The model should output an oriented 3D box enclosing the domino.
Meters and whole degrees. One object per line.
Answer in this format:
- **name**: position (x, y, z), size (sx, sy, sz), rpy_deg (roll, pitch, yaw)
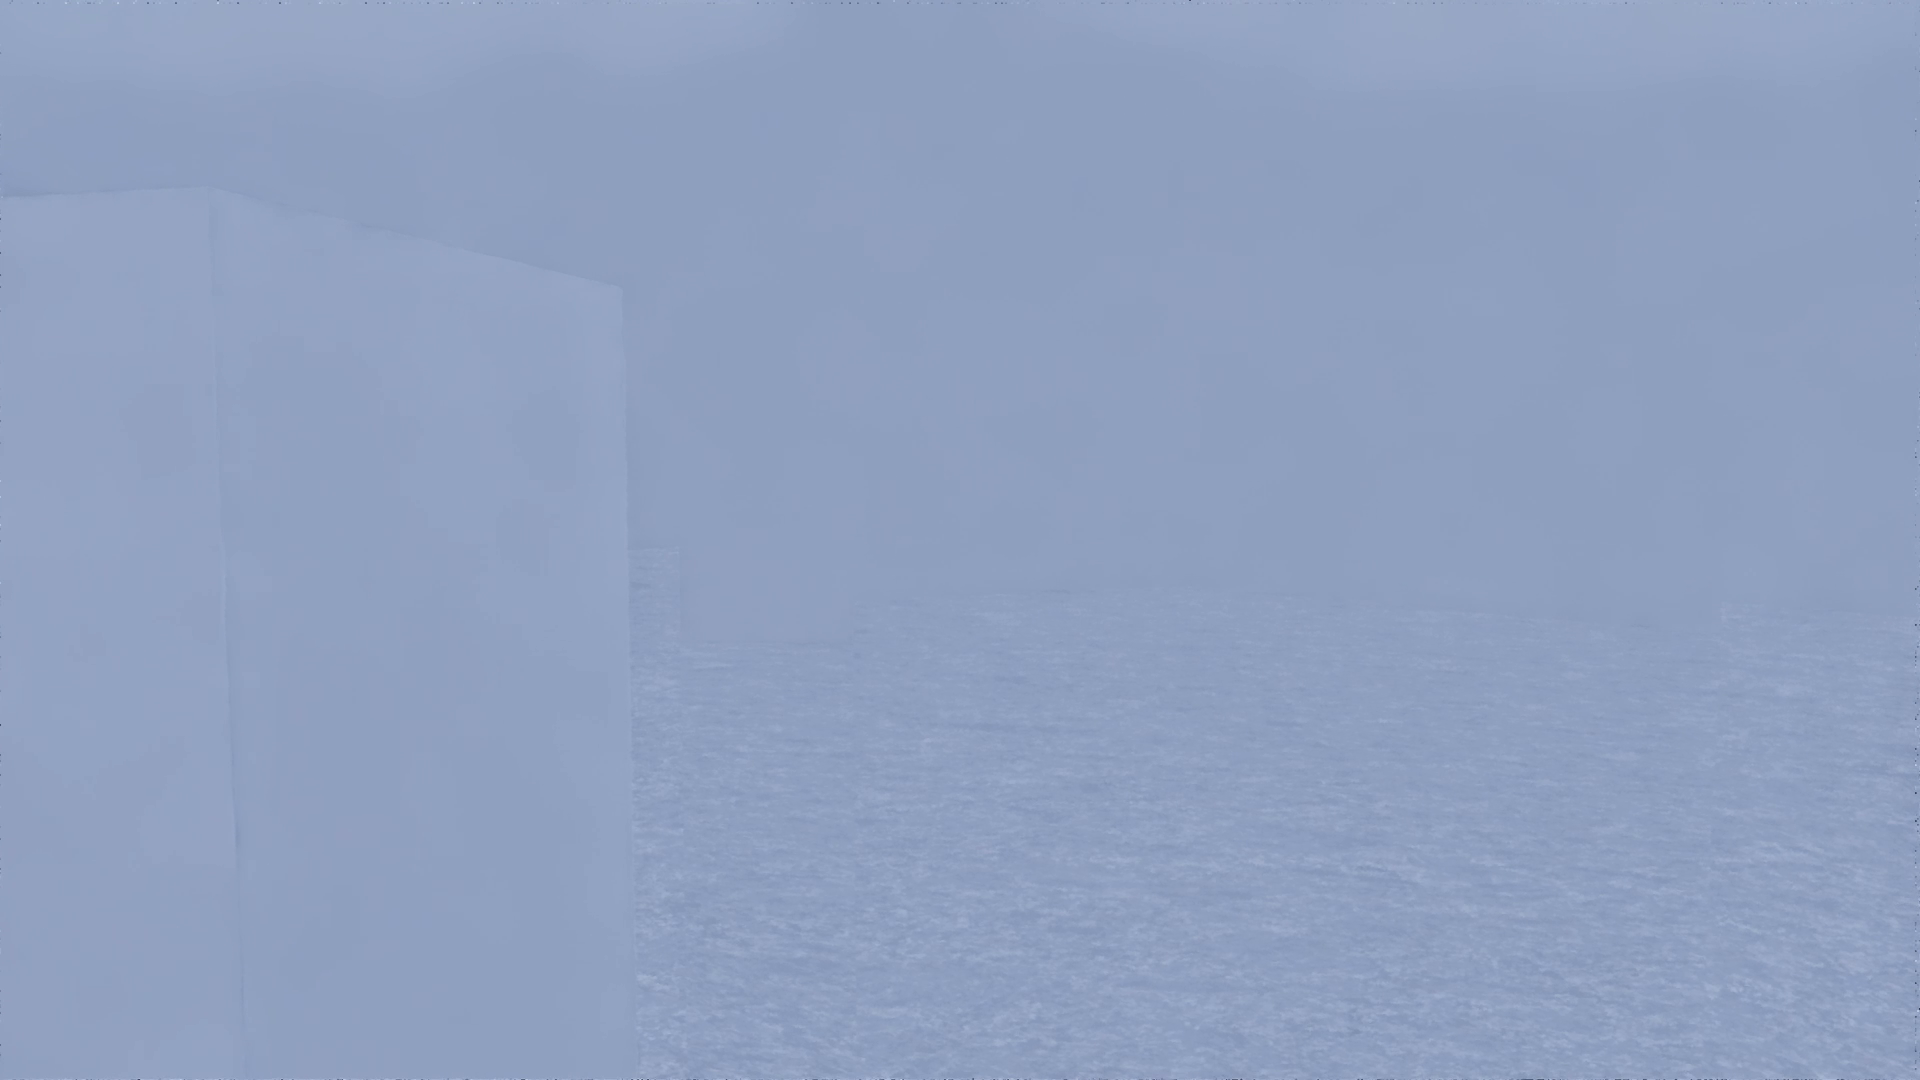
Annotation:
- **domino**: position (0.011, 0.017, 0.005), size (0.025, 0.050, 0.010), rpy_deg (1, 4, 10)
